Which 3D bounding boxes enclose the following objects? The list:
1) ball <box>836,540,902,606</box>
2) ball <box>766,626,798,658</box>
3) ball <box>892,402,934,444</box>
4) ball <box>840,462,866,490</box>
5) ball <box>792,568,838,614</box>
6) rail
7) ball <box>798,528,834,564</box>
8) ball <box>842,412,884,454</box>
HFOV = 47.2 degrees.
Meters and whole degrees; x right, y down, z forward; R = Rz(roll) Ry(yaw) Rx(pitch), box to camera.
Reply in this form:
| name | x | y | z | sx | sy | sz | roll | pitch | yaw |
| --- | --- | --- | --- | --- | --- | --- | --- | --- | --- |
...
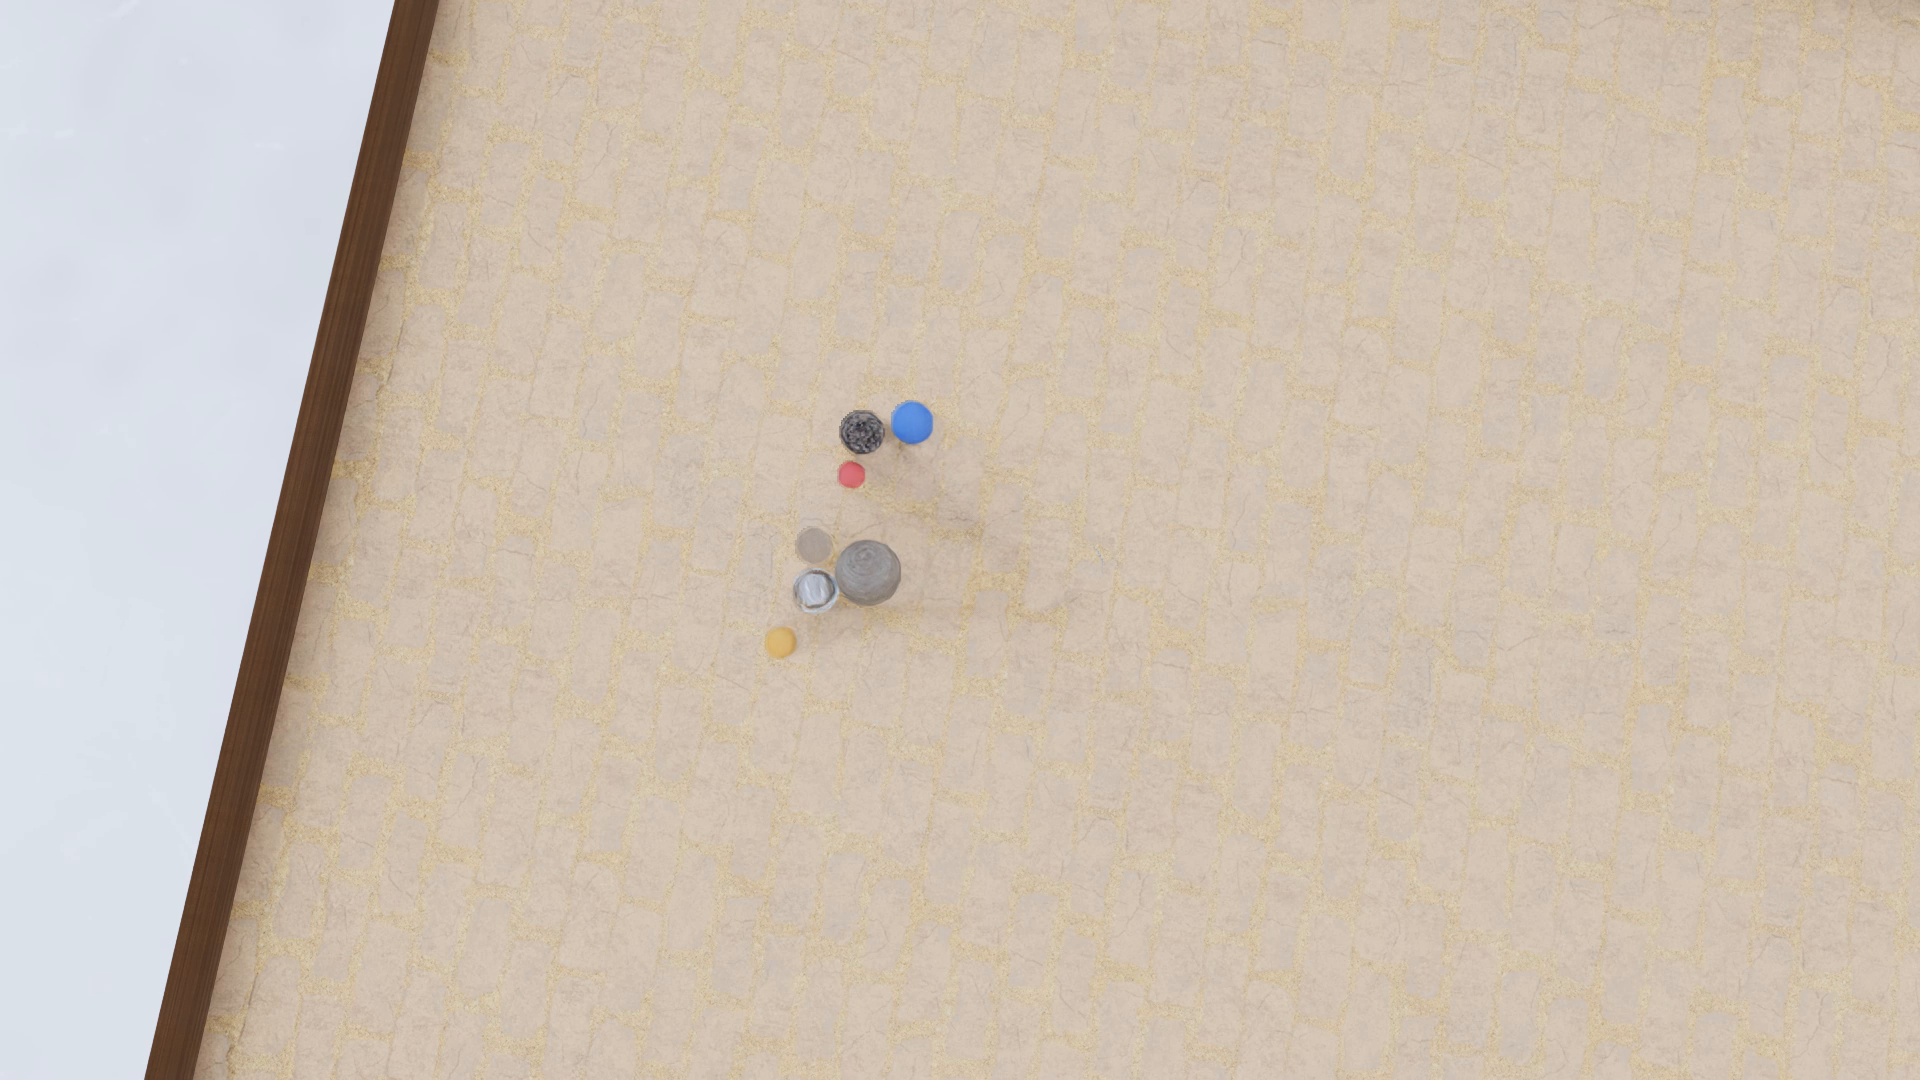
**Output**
| name | x | y | z | sx | sy | sz | roll | pitch | yaw |
| --- | --- | --- | --- | --- | --- | --- | --- | --- | --- |
| ball | -0.136 | 0.049 | 3.261 | 0.099 | 0.099 | 0.099 | 0 | 80 | 0 |
| ball | -0.265 | 0.152 | 3.269 | 0.046 | 0.046 | 0.046 | 0 | 80 | 0 |
| ball | -0.071 | -0.176 | 3.319 | 0.063 | 0.063 | 0.063 | 0 | 80 | 0 |
| ball | -0.162 | -0.097 | 3.316 | 0.041 | 0.041 | 0.041 | 0 | 80 | 0 |
| ball | -0.215 | 0.075 | 3.271 | 0.069 | 0.069 | 0.069 | 0 | 80 | 0 |
| rail | -0.947 | -0.168 | 3.283 | 0.045 | 0.128 | 2.323 | 10 | 80 | 2 |
| ball | -0.217 | 0.009 | 3.291 | 0.054 | 0.054 | 0.054 | 0 | 80 | 0 |
| ball | -0.146 | -0.161 | 3.315 | 0.065 | 0.065 | 0.065 | 0 | 80 | 0 |
